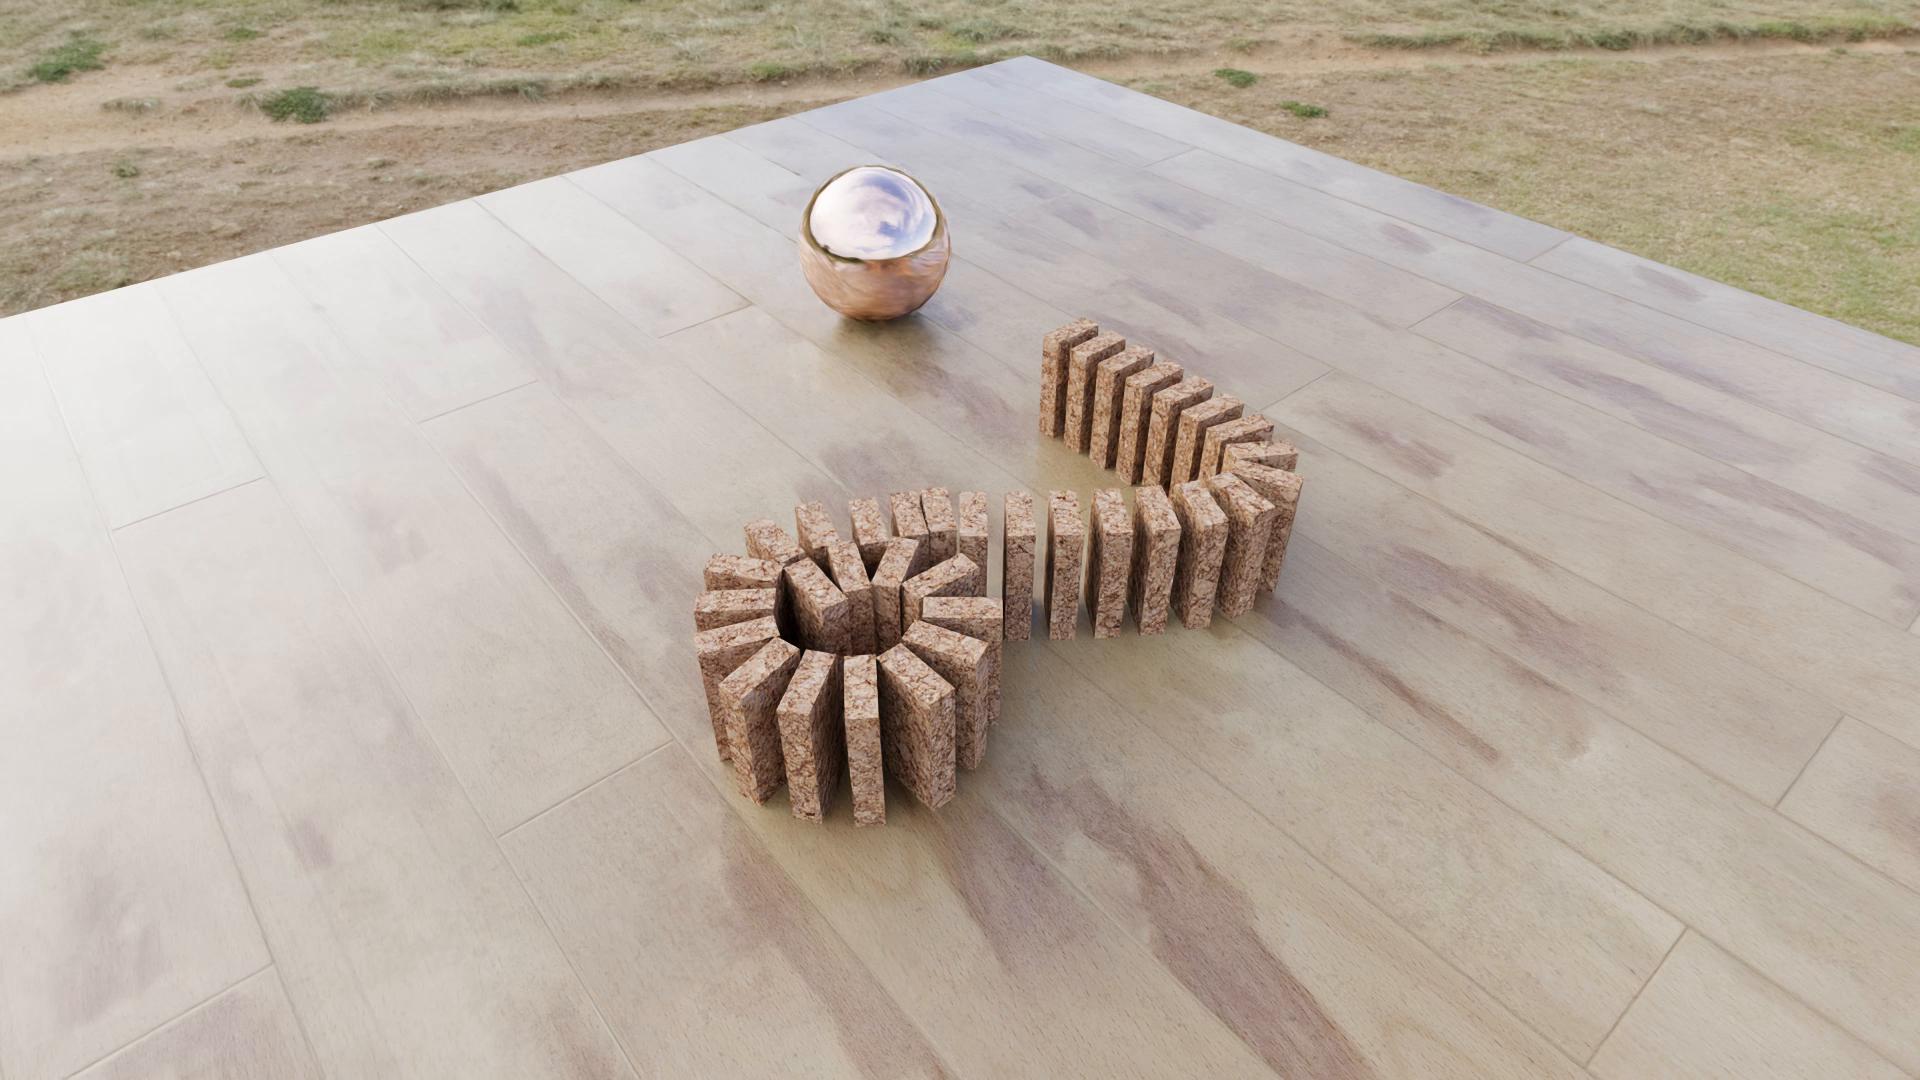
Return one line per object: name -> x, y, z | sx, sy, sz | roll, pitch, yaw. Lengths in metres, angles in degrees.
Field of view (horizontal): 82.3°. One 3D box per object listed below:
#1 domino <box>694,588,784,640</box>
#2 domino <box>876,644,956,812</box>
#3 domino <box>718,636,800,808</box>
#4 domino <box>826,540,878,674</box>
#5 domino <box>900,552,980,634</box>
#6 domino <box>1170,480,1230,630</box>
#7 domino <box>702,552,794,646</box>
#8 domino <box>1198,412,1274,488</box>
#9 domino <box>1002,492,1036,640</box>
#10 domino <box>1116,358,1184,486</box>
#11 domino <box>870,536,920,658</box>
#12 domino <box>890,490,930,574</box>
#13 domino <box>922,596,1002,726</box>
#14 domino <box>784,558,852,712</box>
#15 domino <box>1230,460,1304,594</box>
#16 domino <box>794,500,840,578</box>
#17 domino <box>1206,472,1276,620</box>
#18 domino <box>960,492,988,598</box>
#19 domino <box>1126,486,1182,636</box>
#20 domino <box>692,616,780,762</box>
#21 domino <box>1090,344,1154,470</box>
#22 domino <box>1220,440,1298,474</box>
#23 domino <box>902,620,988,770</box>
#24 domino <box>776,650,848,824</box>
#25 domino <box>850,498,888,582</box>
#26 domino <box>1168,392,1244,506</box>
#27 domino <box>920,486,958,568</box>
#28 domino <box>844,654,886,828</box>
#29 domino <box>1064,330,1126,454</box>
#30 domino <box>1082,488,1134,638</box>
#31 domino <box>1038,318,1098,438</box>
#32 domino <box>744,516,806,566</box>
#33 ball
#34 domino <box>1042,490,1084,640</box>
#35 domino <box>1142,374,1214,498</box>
domino -> -0.071, 0.038, 0.365 | 0.025, 0.050, 0.009 | -2, 39, -3
domino -> -0.013, 0.059, 0.340 | 0.010, 0.050, 0.025 | -29, 48, -31
domino -> -0.060, 0.057, 0.342 | 0.010, 0.050, 0.025 | 24, 45, 27
domino -> -0.037, 0.028, 0.378 | 0.010, 0.050, 0.025 | -11, 41, -13
domino -> -0.006, 0.031, 0.374 | 0.025, 0.050, 0.009 | -27, 46, -29
domino -> 0.086, 0.006, 0.404 | 0.009, 0.050, 0.025 | -10, 40, -11
domino -> -0.071, 0.028, 0.377 | 0.025, 0.050, 0.009 | 9, 40, 11
domino -> 0.109, -0.025, 0.442 | 0.025, 0.050, 0.009 | -17, 42, -19
domino -> 0.021, 0.010, 0.399 | 0.010, 0.050, 0.025 | 0, 39, -1
domino -> 0.081, -0.050, 0.473 | 0.025, 0.050, 0.009 | -27, 47, -29
domino -> -0.021, 0.026, 0.379 | 0.009, 0.050, 0.025 | 9, 40, 11
domino -> -0.018, 0.010, 0.399 | 0.009, 0.050, 0.025 | -8, 40, -9
domino -> 0.001, 0.041, 0.362 | 0.025, 0.050, 0.010 | 1, 39, 1
domino -> -0.047, 0.033, 0.371 | 0.009, 0.050, 0.025 | -24, 45, -27
domino -> 0.112, -0.005, 0.417 | 0.025, 0.050, 0.009 | 17, 42, 20
domino -> -0.049, 0.014, 0.395 | 0.010, 0.050, 0.025 | -14, 41, -16
domino -> 0.101, 0.002, 0.409 | 0.010, 0.050, 0.025 | -20, 43, -23
domino -> 0.005, 0.010, 0.399 | 0.010, 0.050, 0.025 | 0, 39, 0
domino -> 0.070, 0.008, 0.402 | 0.010, 0.050, 0.025 | -5, 40, -6
domino -> -0.069, 0.048, 0.353 | 0.025, 0.050, 0.009 | -13, 41, -15
domino -> 0.071, -0.058, 0.482 | 0.025, 0.050, 0.009 | -29, 47, -30
domino -> 0.114, -0.015, 0.430 | 0.025, 0.050, 0.010 | -5, 40, -6
domino -> -0.005, 0.050, 0.350 | 0.025, 0.050, 0.009 | 16, 42, 19
domino -> -0.045, 0.061, 0.337 | 0.009, 0.050, 0.025 | 9, 40, 10
domino -> -0.032, 0.013, 0.396 | 0.010, 0.050, 0.025 | -9, 40, -11
domino -> 0.100, -0.034, 0.452 | 0.025, 0.050, 0.010 | -23, 45, -25
domino -> -0.008, 0.008, 0.401 | 0.010, 0.050, 0.025 | -6, 40, -7
domino -> -0.029, 0.062, 0.336 | 0.009, 0.050, 0.025 | -3, 39, -4
domino -> 0.060, -0.066, 0.492 | 0.025, 0.050, 0.010 | -29, 48, -31
domino -> 0.053, 0.009, 0.401 | 0.010, 0.050, 0.025 | -3, 39, -4
domino -> 0.049, -0.073, 0.501 | 0.025, 0.050, 0.010 | -29, 47, -30
domino -> -0.063, 0.019, 0.389 | 0.009, 0.050, 0.025 | -26, 46, -29
ball -> -0.045, -0.154, 0.576 | 0.080, 0.080, 0.080 | 0, 39, 0
domino -> 0.037, 0.010, 0.400 | 0.010, 0.050, 0.025 | -1, 39, -2
domino -> 0.091, -0.042, 0.463 | 0.025, 0.050, 0.010 | -25, 46, -27
